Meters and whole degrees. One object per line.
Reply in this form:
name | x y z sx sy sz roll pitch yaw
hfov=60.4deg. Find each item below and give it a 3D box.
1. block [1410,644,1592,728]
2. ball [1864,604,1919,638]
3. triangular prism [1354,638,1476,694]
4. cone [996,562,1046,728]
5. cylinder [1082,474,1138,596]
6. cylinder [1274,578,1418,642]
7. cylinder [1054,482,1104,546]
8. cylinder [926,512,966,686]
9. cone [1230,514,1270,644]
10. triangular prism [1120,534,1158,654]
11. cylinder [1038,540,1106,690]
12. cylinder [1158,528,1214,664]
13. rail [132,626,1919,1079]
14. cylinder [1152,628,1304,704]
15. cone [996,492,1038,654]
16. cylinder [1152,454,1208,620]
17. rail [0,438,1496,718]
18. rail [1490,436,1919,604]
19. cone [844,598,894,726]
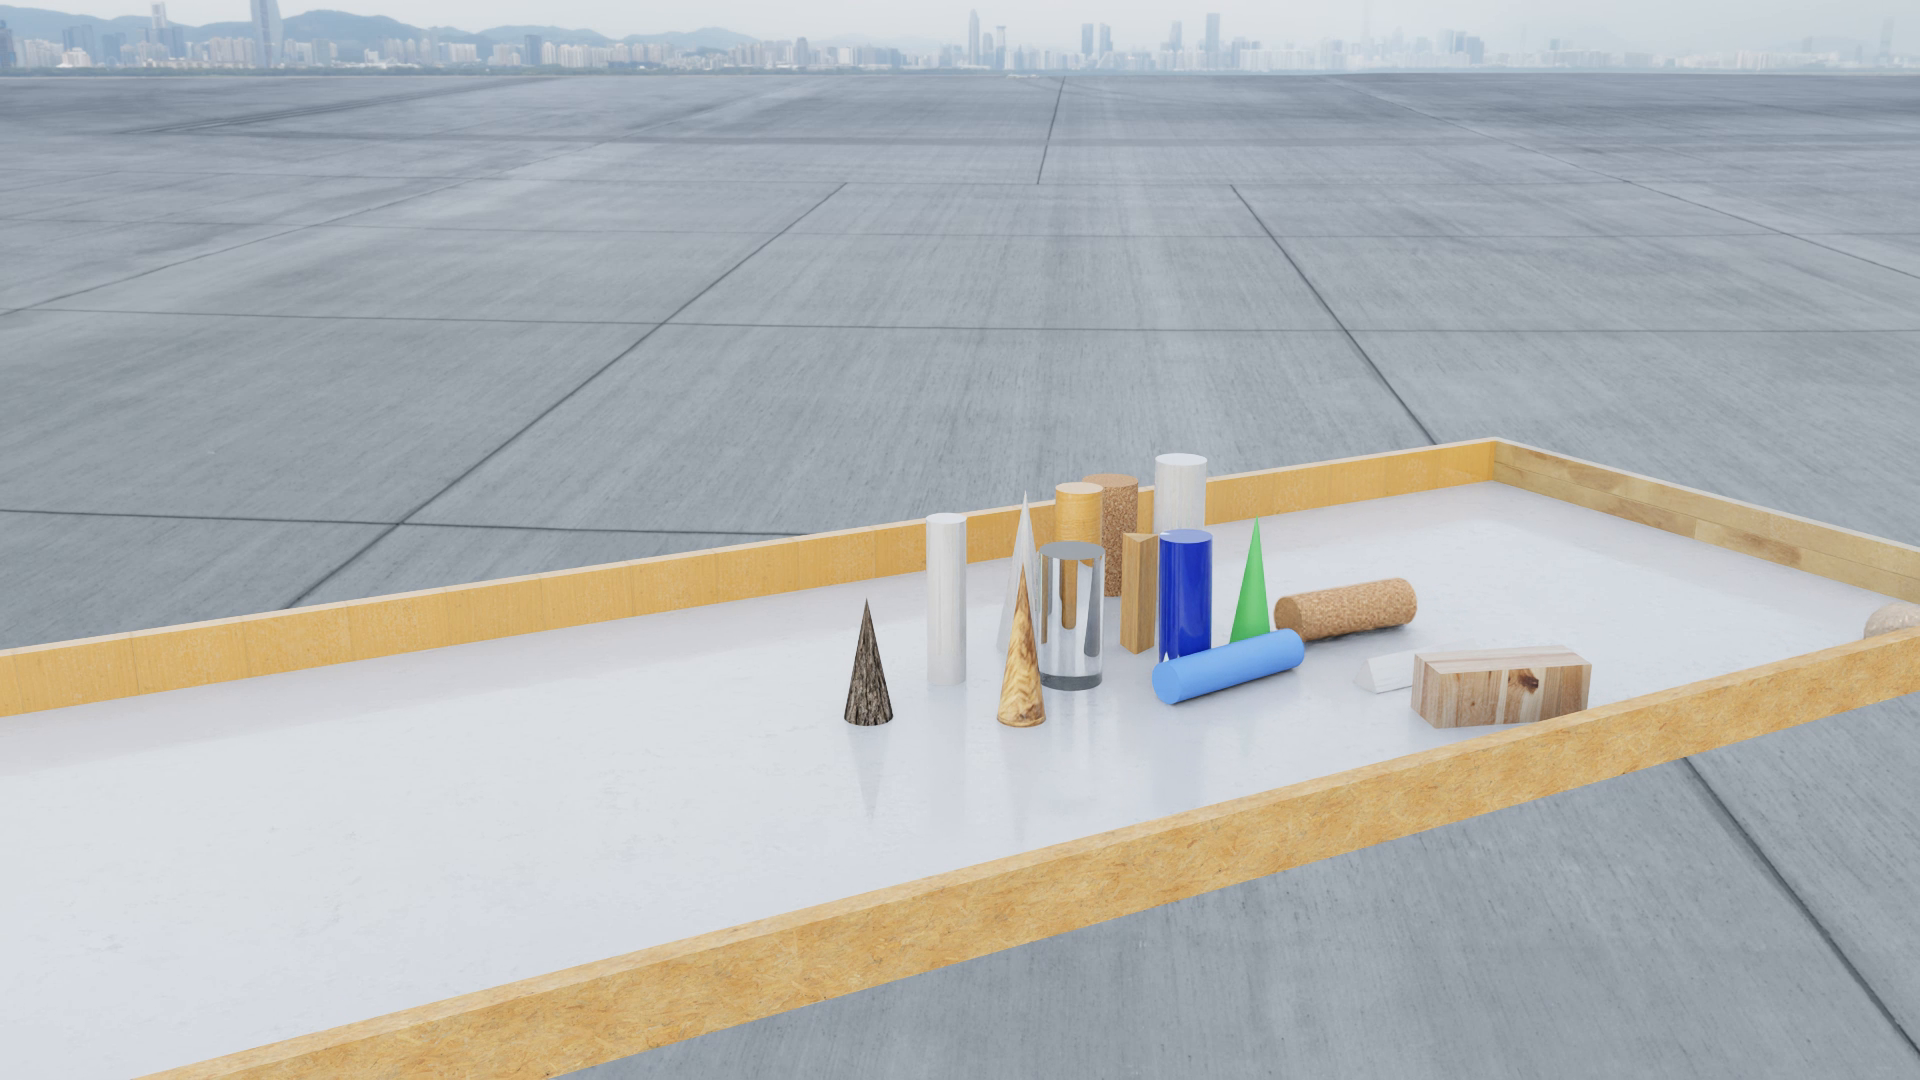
block | 1.287 0.348 3.929 0.380 0.137 0.137 -3 17 -9
ball | 2.408 0.246 4.223 0.166 0.166 0.166 0 16 0
triangular prism | 1.161 0.308 4.163 0.348 0.076 0.088 -8 18 -26
cone | 0.146 0.236 3.861 0.117 0.389 0.117 0 16 0
cylinder | 0.435 -0.016 4.825 0.163 0.329 0.163 0 16 0
cylinder | 1.048 0.192 4.477 0.381 0.127 0.127 -8 18 -24
cylinder | 0.328 0.034 4.587 0.131 0.369 0.131 0 16 0
cylinder | -0.034 0.148 4.108 0.101 0.419 0.101 0 16 0
cone | 0.769 0.109 4.319 0.116 0.375 0.116 0 16 0
triangular prism | 0.459 0.136 4.344 0.077 0.308 0.089 13 21 37
cylinder | 0.277 0.188 4.113 0.164 0.339 0.164 0 16 0
cylinder | 0.566 0.165 4.144 0.133 0.363 0.133 -2 16 0
rail | -2.336 1.006 1.665 12.000 0.150 0.050 -9 18 -27
cylinder | 0.672 0.312 4.111 0.426 0.103 0.103 -11 20 -34
cone | 0.170 0.075 4.335 0.151 0.431 0.151 0 16 0
cylinder | 0.605 -0.005 4.574 0.141 0.450 0.141 0 16 0
rail | -3.305 0.497 3.399 12.000 0.150 0.050 -9 18 -27
rail | 2.466 -0.048 5.253 0.050 0.150 2.100 -9 18 -27
cone | -0.218 0.276 3.883 0.118 0.301 0.118 0 16 0
